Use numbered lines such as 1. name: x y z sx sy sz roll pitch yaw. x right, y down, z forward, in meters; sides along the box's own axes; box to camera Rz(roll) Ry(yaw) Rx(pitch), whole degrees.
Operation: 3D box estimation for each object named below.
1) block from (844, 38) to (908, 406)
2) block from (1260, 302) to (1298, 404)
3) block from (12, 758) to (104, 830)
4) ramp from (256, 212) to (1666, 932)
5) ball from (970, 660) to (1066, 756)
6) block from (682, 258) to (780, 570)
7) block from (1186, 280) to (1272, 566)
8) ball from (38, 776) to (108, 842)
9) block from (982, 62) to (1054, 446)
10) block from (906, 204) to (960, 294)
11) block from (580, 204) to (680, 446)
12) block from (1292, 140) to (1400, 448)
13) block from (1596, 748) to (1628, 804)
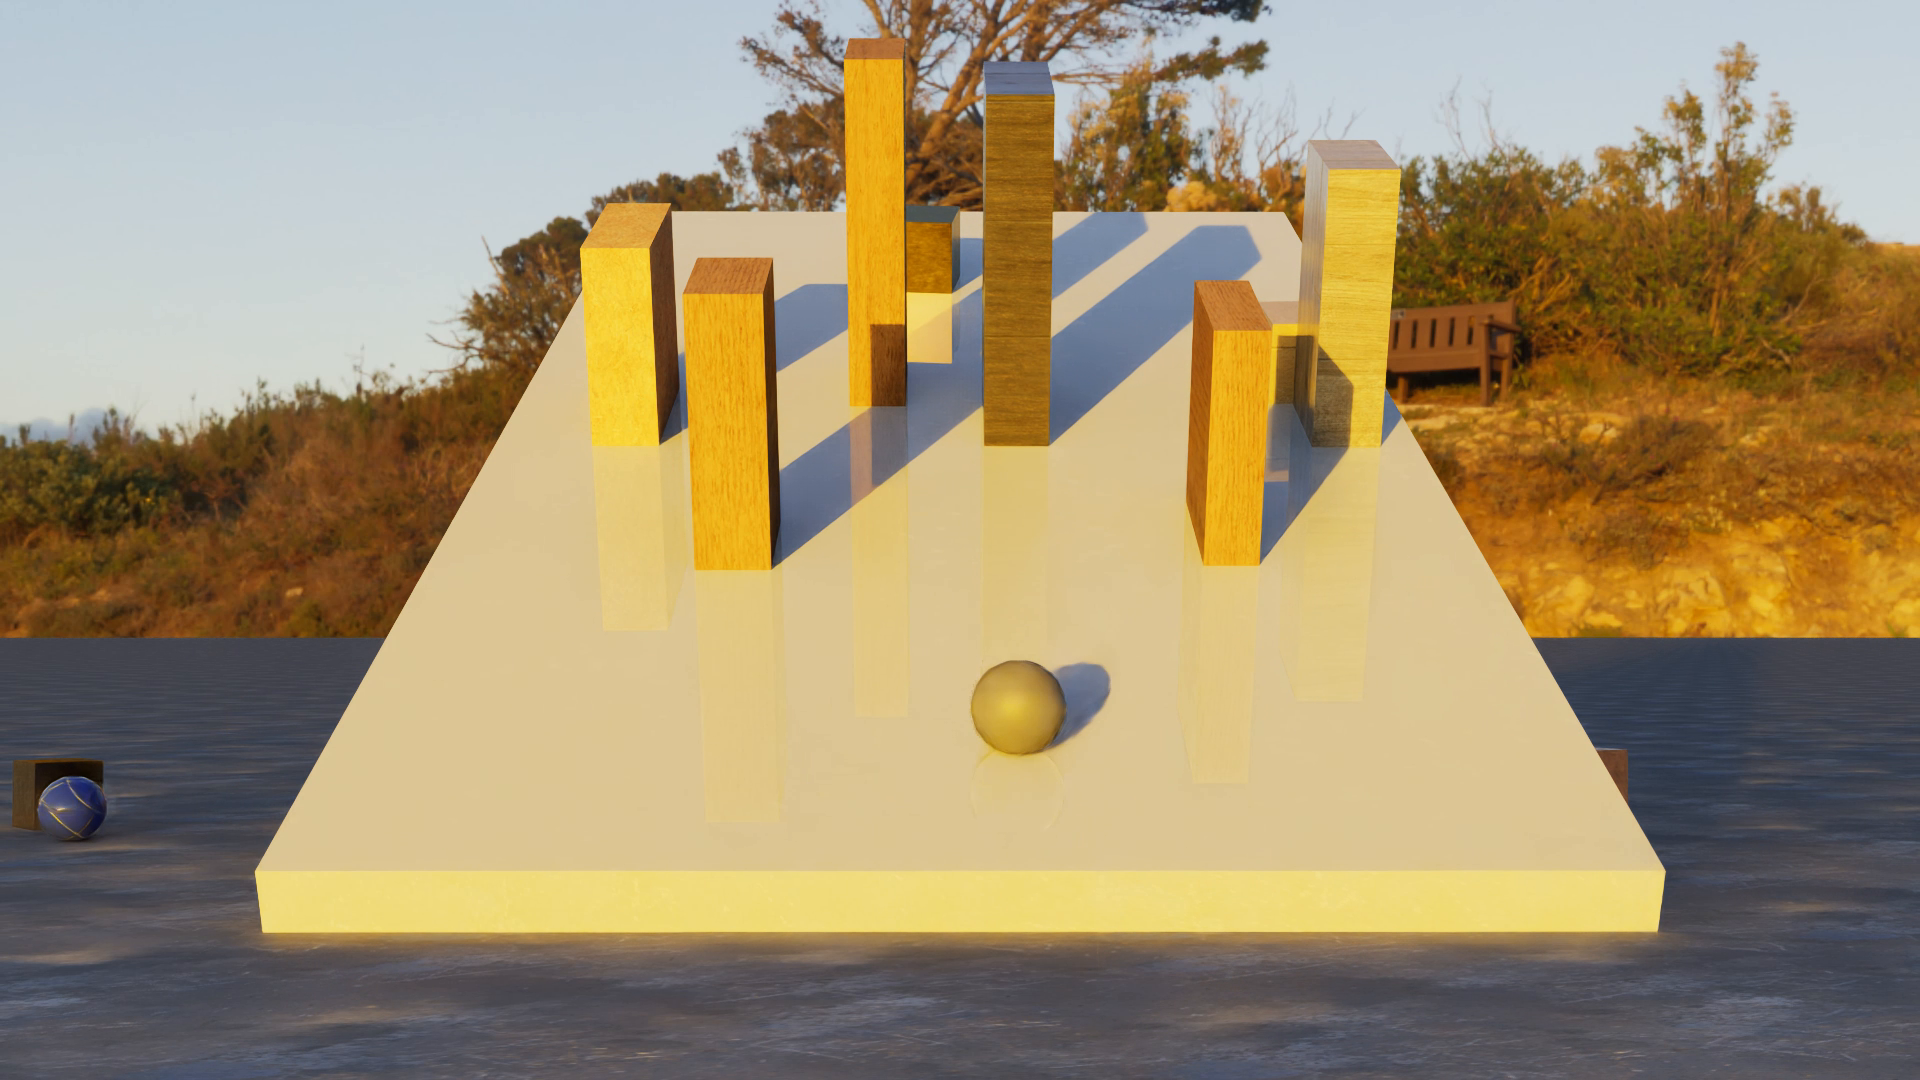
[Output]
1. block: -0.187 -0.719 5.191 0.127 0.783 0.278 0 22 0
2. block: 0.794 -0.435 5.283 0.189 0.189 0.189 -1 22 -3
3. block: -1.991 0.560 5.052 0.146 0.146 0.146 2 -3 -40
4. ramp: -0.006 -0.218 5.125 2.000 0.100 4.000 0 22 0
5. ball: 0.091 0.261 3.571 0.149 0.149 0.149 0 -2 0
6. block: -0.426 -0.239 4.313 0.143 0.534 0.260 0 22 0
7. block: 0.511 -0.229 4.392 0.105 0.460 0.348 0 22 0
8. ball: -1.828 0.552 4.714 0.134 0.134 0.134 0 -2 0
9. block: 0.122 -0.628 4.993 0.140 0.759 0.394 0 22 0
10. block: -0.106 -0.783 6.159 0.192 0.192 0.192 3 22 6
11. block: -0.724 -0.482 5.059 0.144 0.437 0.409 0 22 0
12. block: 0.835 -0.538 4.975 0.148 0.607 0.300 0 22 0
13. block: 1.262 0.530 4.791 0.185 0.185 0.185 1 -3 -33
